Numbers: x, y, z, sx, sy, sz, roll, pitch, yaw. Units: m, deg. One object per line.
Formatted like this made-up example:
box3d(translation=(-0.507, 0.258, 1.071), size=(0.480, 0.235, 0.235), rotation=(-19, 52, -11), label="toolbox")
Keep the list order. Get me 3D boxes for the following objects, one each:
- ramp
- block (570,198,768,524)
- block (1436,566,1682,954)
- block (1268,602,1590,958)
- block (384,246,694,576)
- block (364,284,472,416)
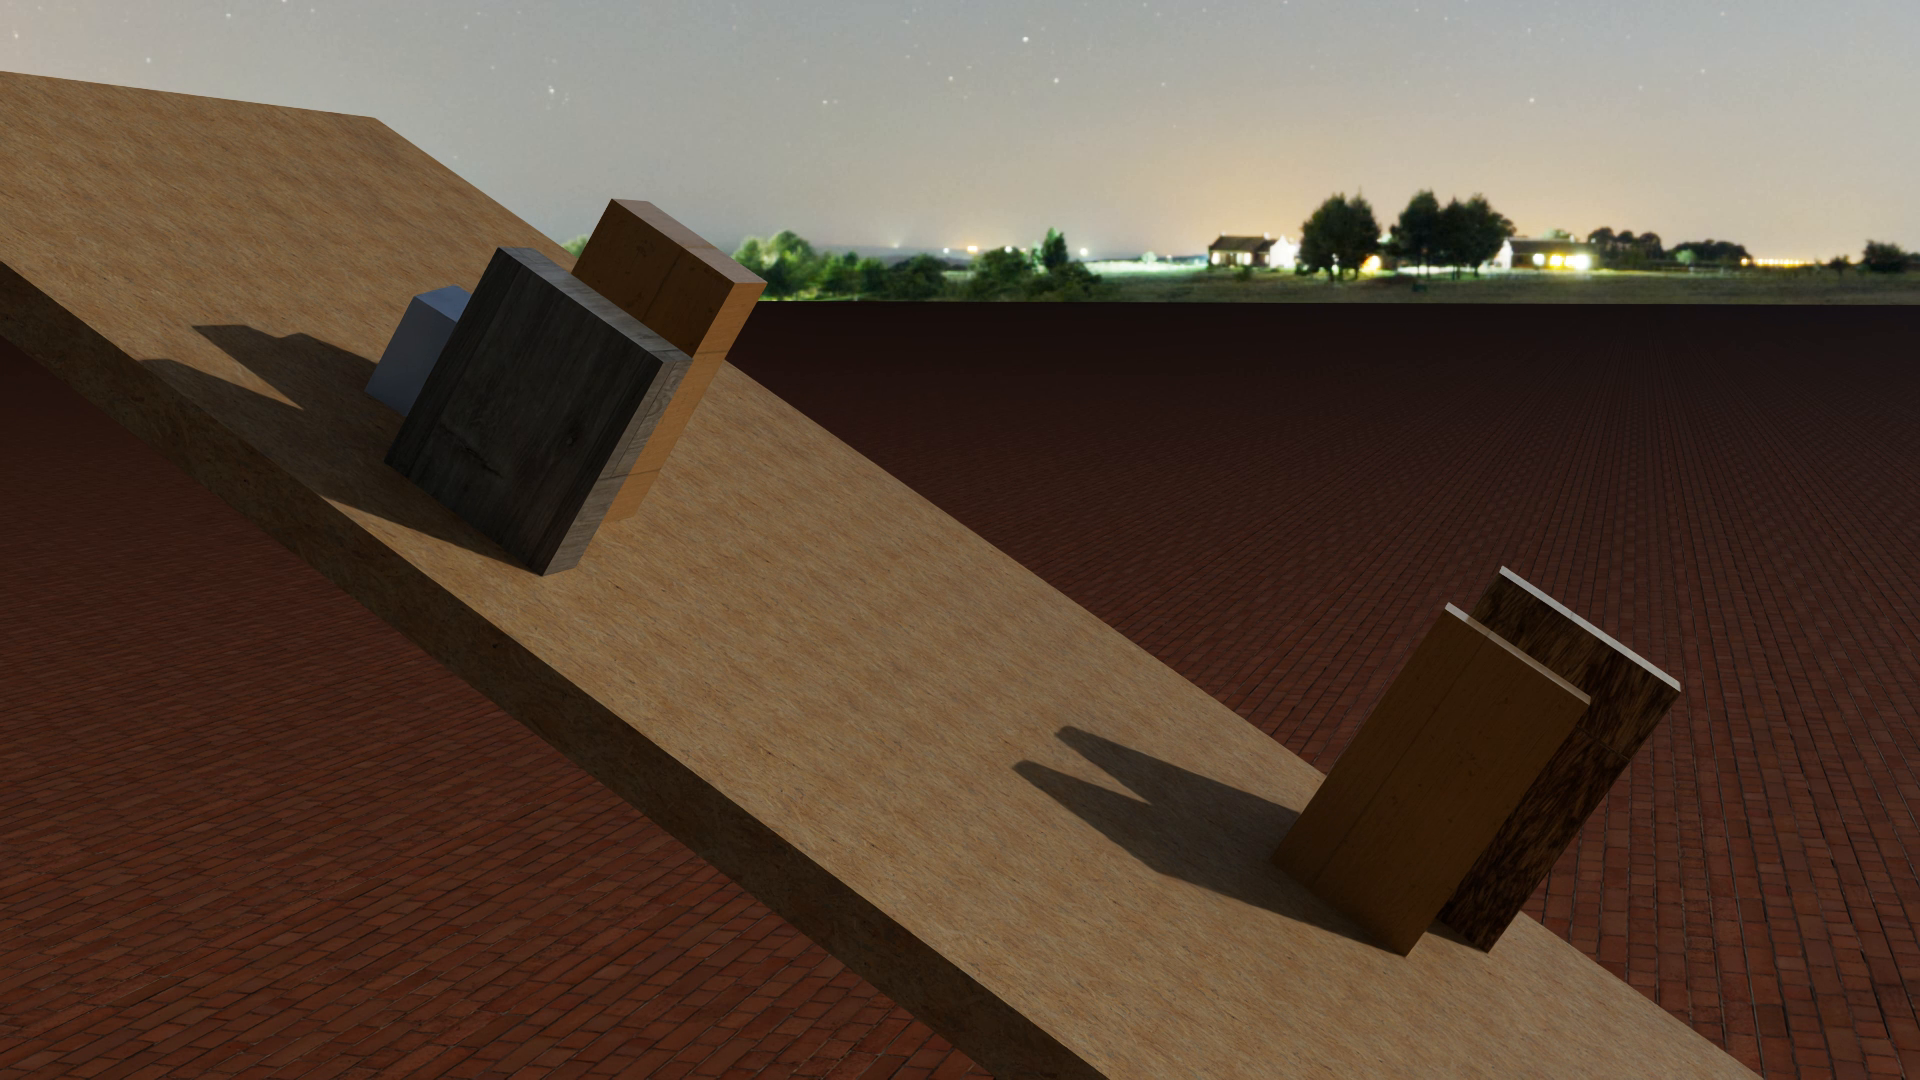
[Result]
box3d(translation=(-0.142, 0.237, 4.107), size=(4.000, 0.100, 2.000), rotation=(35, 15, 11), label="ramp")
box3d(translation=(-0.585, -0.309, 3.819), size=(0.264, 0.491, 0.146), rotation=(35, 15, 11), label="block")
box3d(translation=(1.074, 0.440, 4.413), size=(0.412, 0.653, 0.105), rotation=(35, 15, 11), label="block")
box3d(translation=(0.872, 0.449, 4.106), size=(0.308, 0.590, 0.083), rotation=(35, 15, 11), label="block")
box3d(translation=(-0.671, -0.205, 3.492), size=(0.329, 0.401, 0.114), rotation=(35, 15, 11), label="block")
box3d(translation=(-0.872, -0.302, 3.810), size=(0.191, 0.191, 0.191), rotation=(32, 15, 0), label="block")
